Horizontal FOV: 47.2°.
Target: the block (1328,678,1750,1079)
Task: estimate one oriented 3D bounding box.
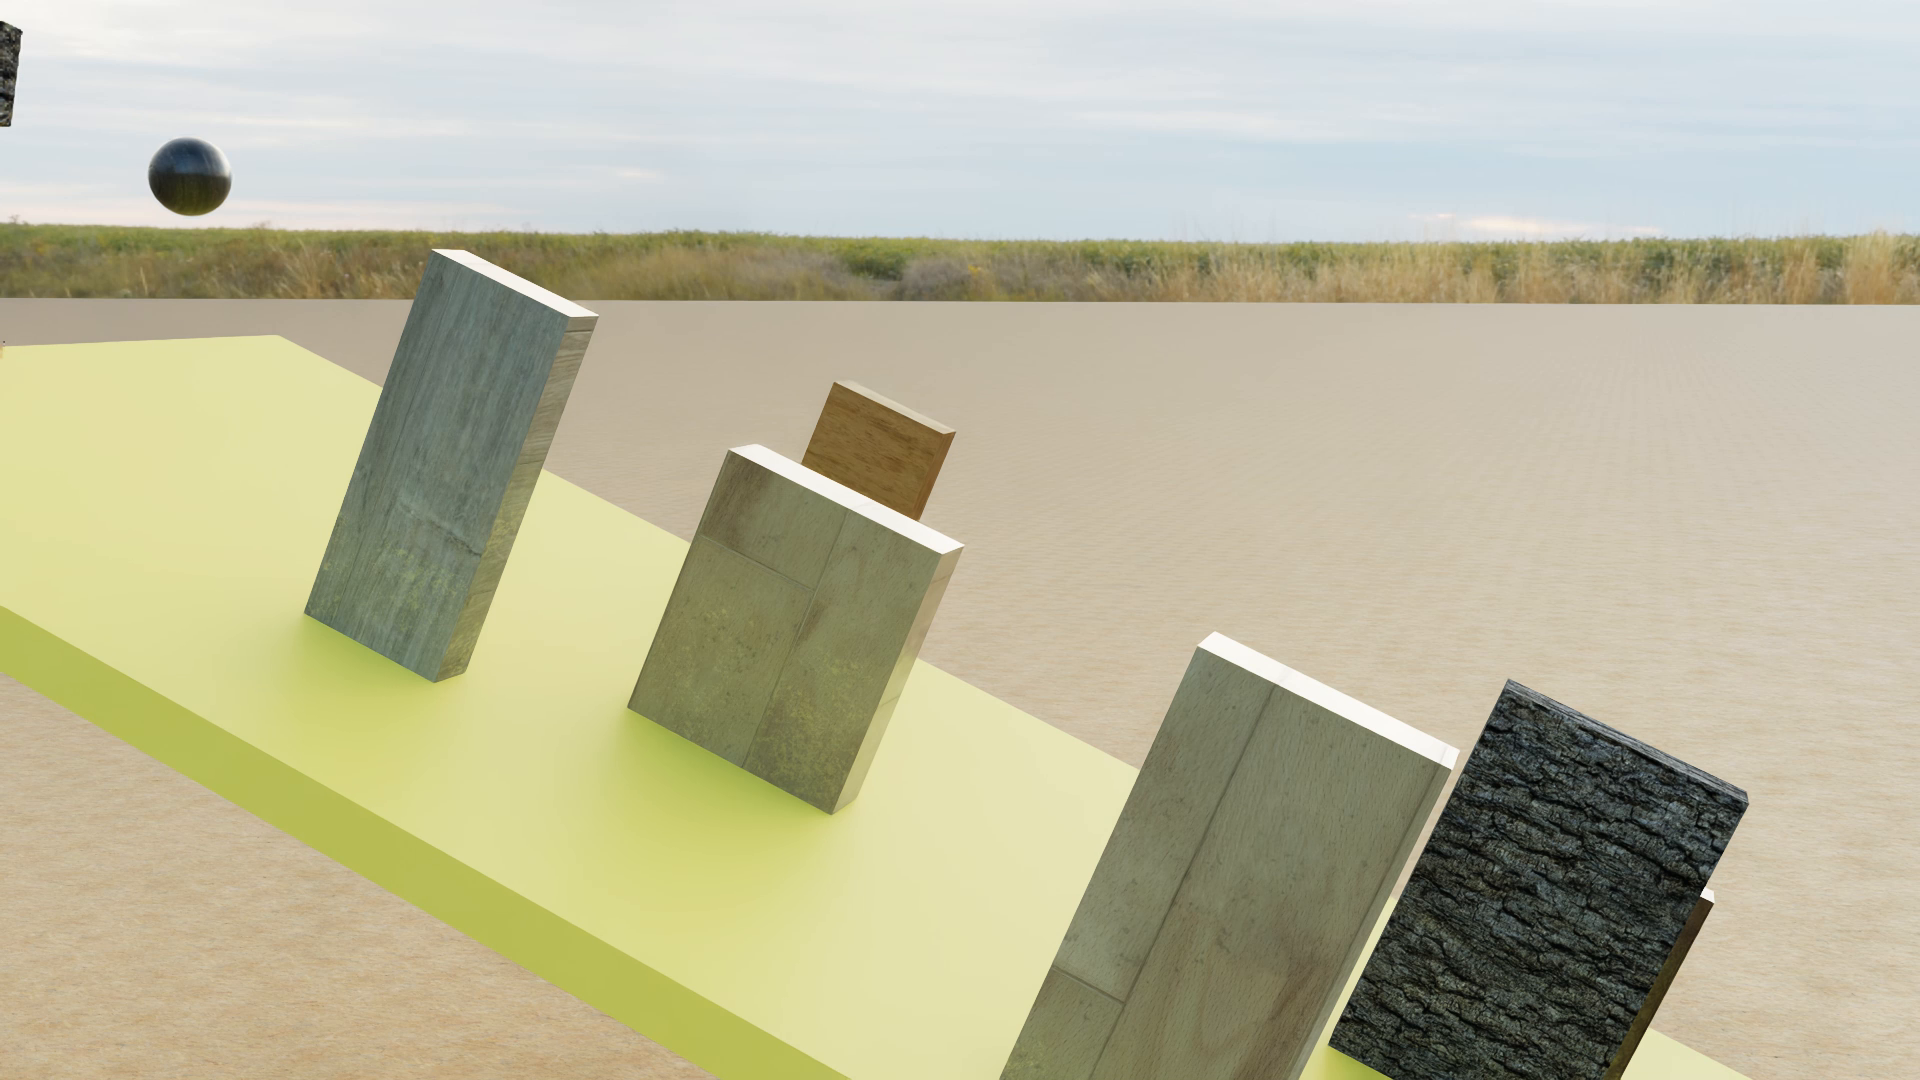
[{"bbox_3d":[1.003,0.668,3.854,0.439,0.727,0.095,26,13,13],"label":"block"}]

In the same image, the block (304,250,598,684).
[{"bbox_3d":[-0.898,-0.129,3.863,0.283,0.700,0.107,26,13,13],"label":"block"}]

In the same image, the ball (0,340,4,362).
[{"bbox_3d":[-1.951,-0.374,4.325,0.127,0.127,0.127,0,7,0],"label":"ball"}]

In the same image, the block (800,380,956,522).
[{"bbox_3d":[-0.250,-0.043,4.923,0.276,0.562,0.096,26,13,13],"label":"block"}]

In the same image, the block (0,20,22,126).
[{"bbox_3d":[-1.939,-0.907,4.182,0.190,0.190,0.190,2,-6,18],"label":"block"}]

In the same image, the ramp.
[{"bbox_3d":[-0.286,0.497,4.183,4.000,0.100,2.000,26,13,13],"label":"ramp"}]

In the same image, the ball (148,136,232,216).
[{"bbox_3d":[-1.672,-0.790,4.774,0.173,0.173,0.173,0,7,0],"label":"ball"}]

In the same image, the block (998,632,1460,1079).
[{"bbox_3d":[0.385,0.557,3.216,0.390,0.741,0.130,26,13,13],"label":"block"}]

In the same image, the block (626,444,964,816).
[{"bbox_3d":[-0.308,0.162,4.073,0.444,0.534,0.136,26,13,13],"label":"block"}]

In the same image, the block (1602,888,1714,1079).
[{"bbox_3d":[1.146,0.788,4.209,0.402,0.460,0.082,26,13,13],"label":"block"}]
